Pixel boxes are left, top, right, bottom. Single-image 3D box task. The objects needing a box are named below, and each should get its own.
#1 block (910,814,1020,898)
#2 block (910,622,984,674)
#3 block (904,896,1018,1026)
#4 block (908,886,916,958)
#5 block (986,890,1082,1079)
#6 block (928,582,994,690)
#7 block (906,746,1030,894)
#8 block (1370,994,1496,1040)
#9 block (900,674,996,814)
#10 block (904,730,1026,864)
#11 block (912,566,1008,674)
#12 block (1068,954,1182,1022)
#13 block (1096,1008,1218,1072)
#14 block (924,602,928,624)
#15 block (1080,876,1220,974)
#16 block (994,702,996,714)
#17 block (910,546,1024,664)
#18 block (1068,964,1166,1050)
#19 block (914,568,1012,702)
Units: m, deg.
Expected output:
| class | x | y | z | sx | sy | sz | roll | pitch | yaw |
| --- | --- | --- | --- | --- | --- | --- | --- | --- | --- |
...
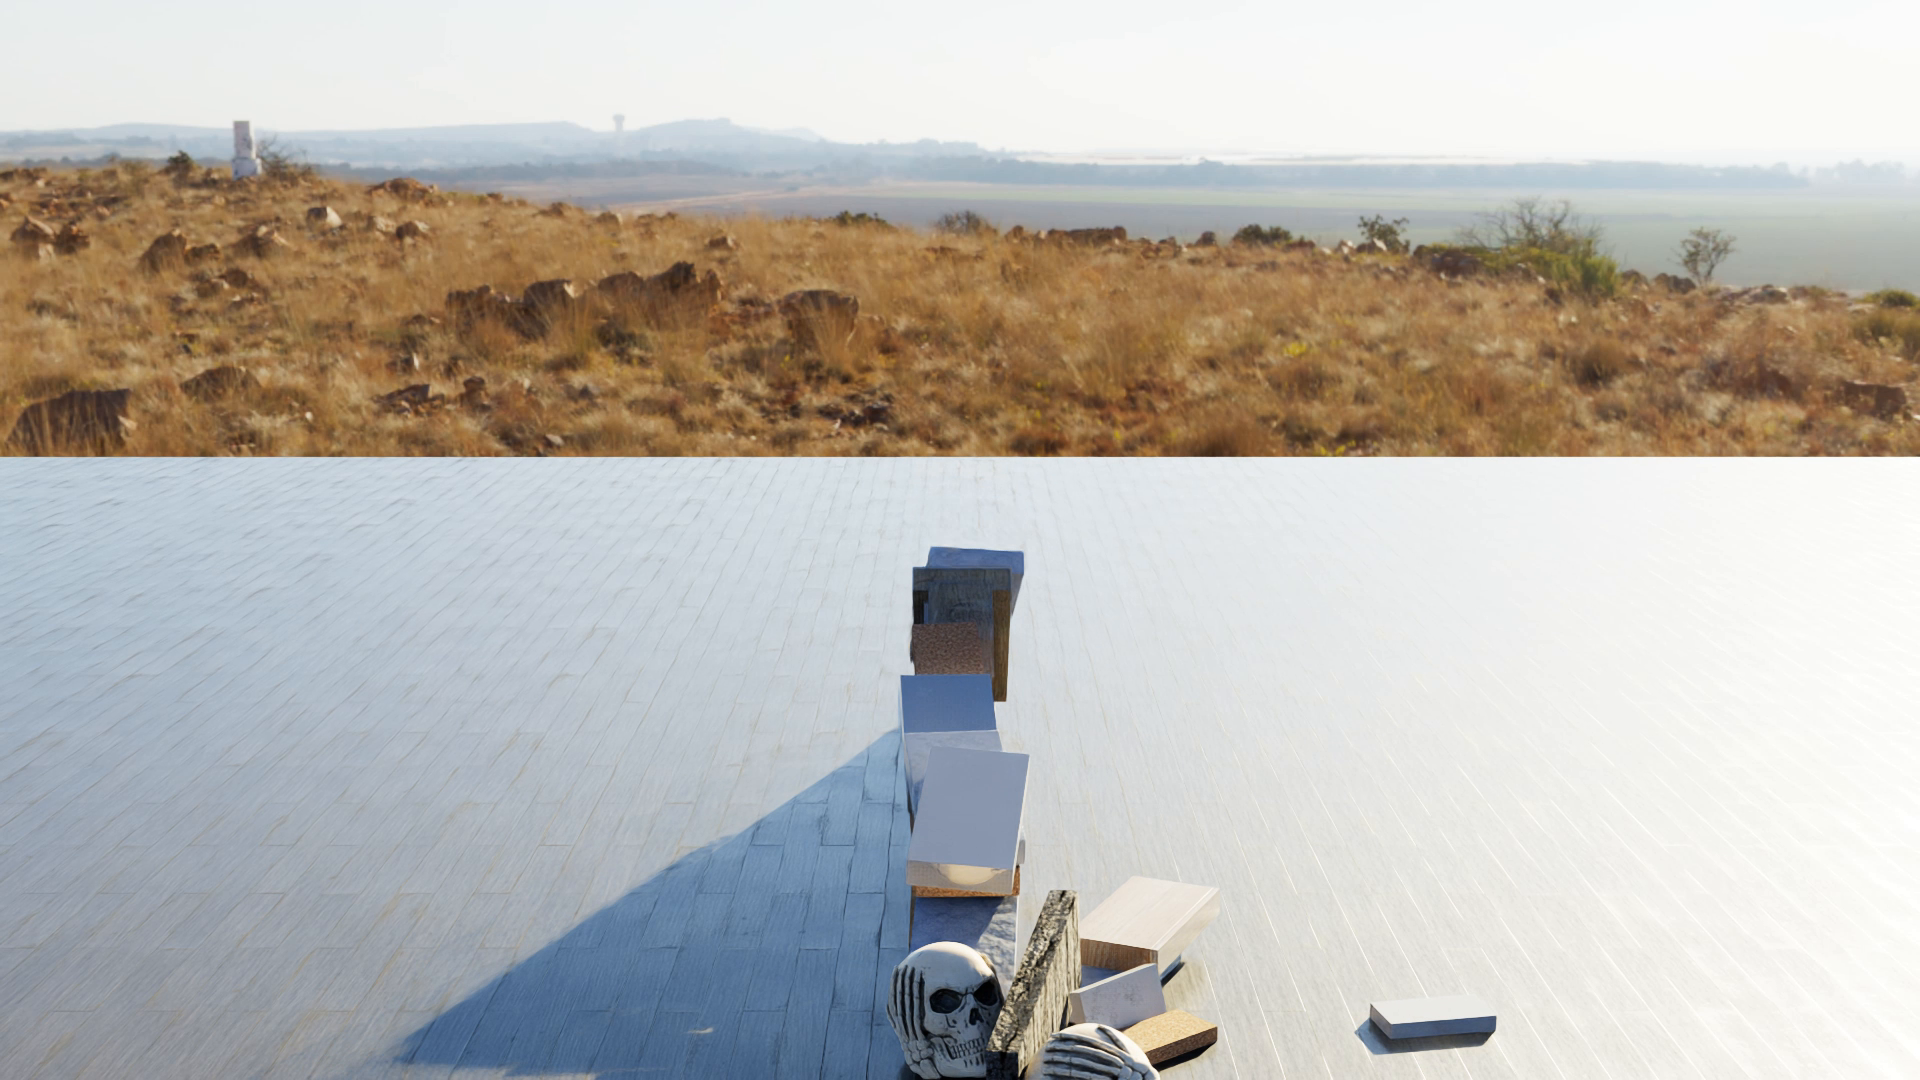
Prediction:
| class | x | y | z | sx | sy | sz | roll | pitch | yaw |
| --- | --- | --- | --- | --- | --- | --- | --- | --- | --- |
| block | 0.004 | 0.478 | 3.447 | 0.154 | 0.044 | 0.309 | 0 | 14 | -3 |
| block | -0.017 | 0.240 | 3.833 | 0.117 | 0.033 | 0.233 | -2 | 44 | -6 |
| block | 0.006 | 0.603 | 3.254 | 0.154 | 0.044 | 0.309 | 1 | 26 | 3 |
| block | 0.002 | 0.557 | 3.447 | 0.154 | 0.044 | 0.309 | 0 | 26 | 1 |
| block | 0.103 | 0.632 | 2.927 | 0.041 | 0.145 | 0.472 | 1 | 16 | 12 |
| block | 0.001 | 0.170 | 3.955 | 0.116 | 0.033 | 0.232 | 1 | 44 | -2 |
| block | 0.015 | 0.416 | 3.304 | 0.154 | 0.044 | 0.308 | 5 | 27 | 5 |
| block | 0.673 | 0.678 | 3.132 | 0.158 | 0.022 | 0.079 | -2 | 11 | -11 |
| block | -0.016 | 0.333 | 3.641 | 0.154 | 0.044 | 0.308 | -1 | 34 | -4 |
| block | 0.003 | 0.400 | 3.430 | 0.154 | 0.044 | 0.308 | -1 | 27 | -7 |
| block | -0.001 | 0.188 | 4.313 | 0.179 | 0.051 | 0.424 | 0 | -33 | 0 |
| block | 0.209 | 0.643 | 3.270 | 0.145 | 0.041 | 0.291 | 5 | 12 | 26 |
| block | 0.273 | 0.693 | 3.053 | 0.158 | 0.022 | 0.079 | -9 | 13 | -39 |
| block | -0.009 | 0.246 | 4.067 | 0.116 | 0.263 | 0.033 | 0 | 7 | -1 |
| block | 0.282 | 0.586 | 3.353 | 0.145 | 0.041 | 0.291 | 5 | 12 | 24 |
| block | 0.000 | 0.353 | 4.252 | 0.130 | 0.037 | 0.259 | 1 | 13 | 3 |
| block | 0.011 | 0.136 | 4.326 | 0.179 | 0.051 | 0.358 | 4 | -34 | -6 |
| block | 0.224 | 0.655 | 3.093 | 0.158 | 0.079 | 0.022 | -10 | -4 | -42 |
| block | 0.003 | 0.185 | 4.196 | 0.179 | 0.358 | 0.051 | 0 | 51 | -1 |
